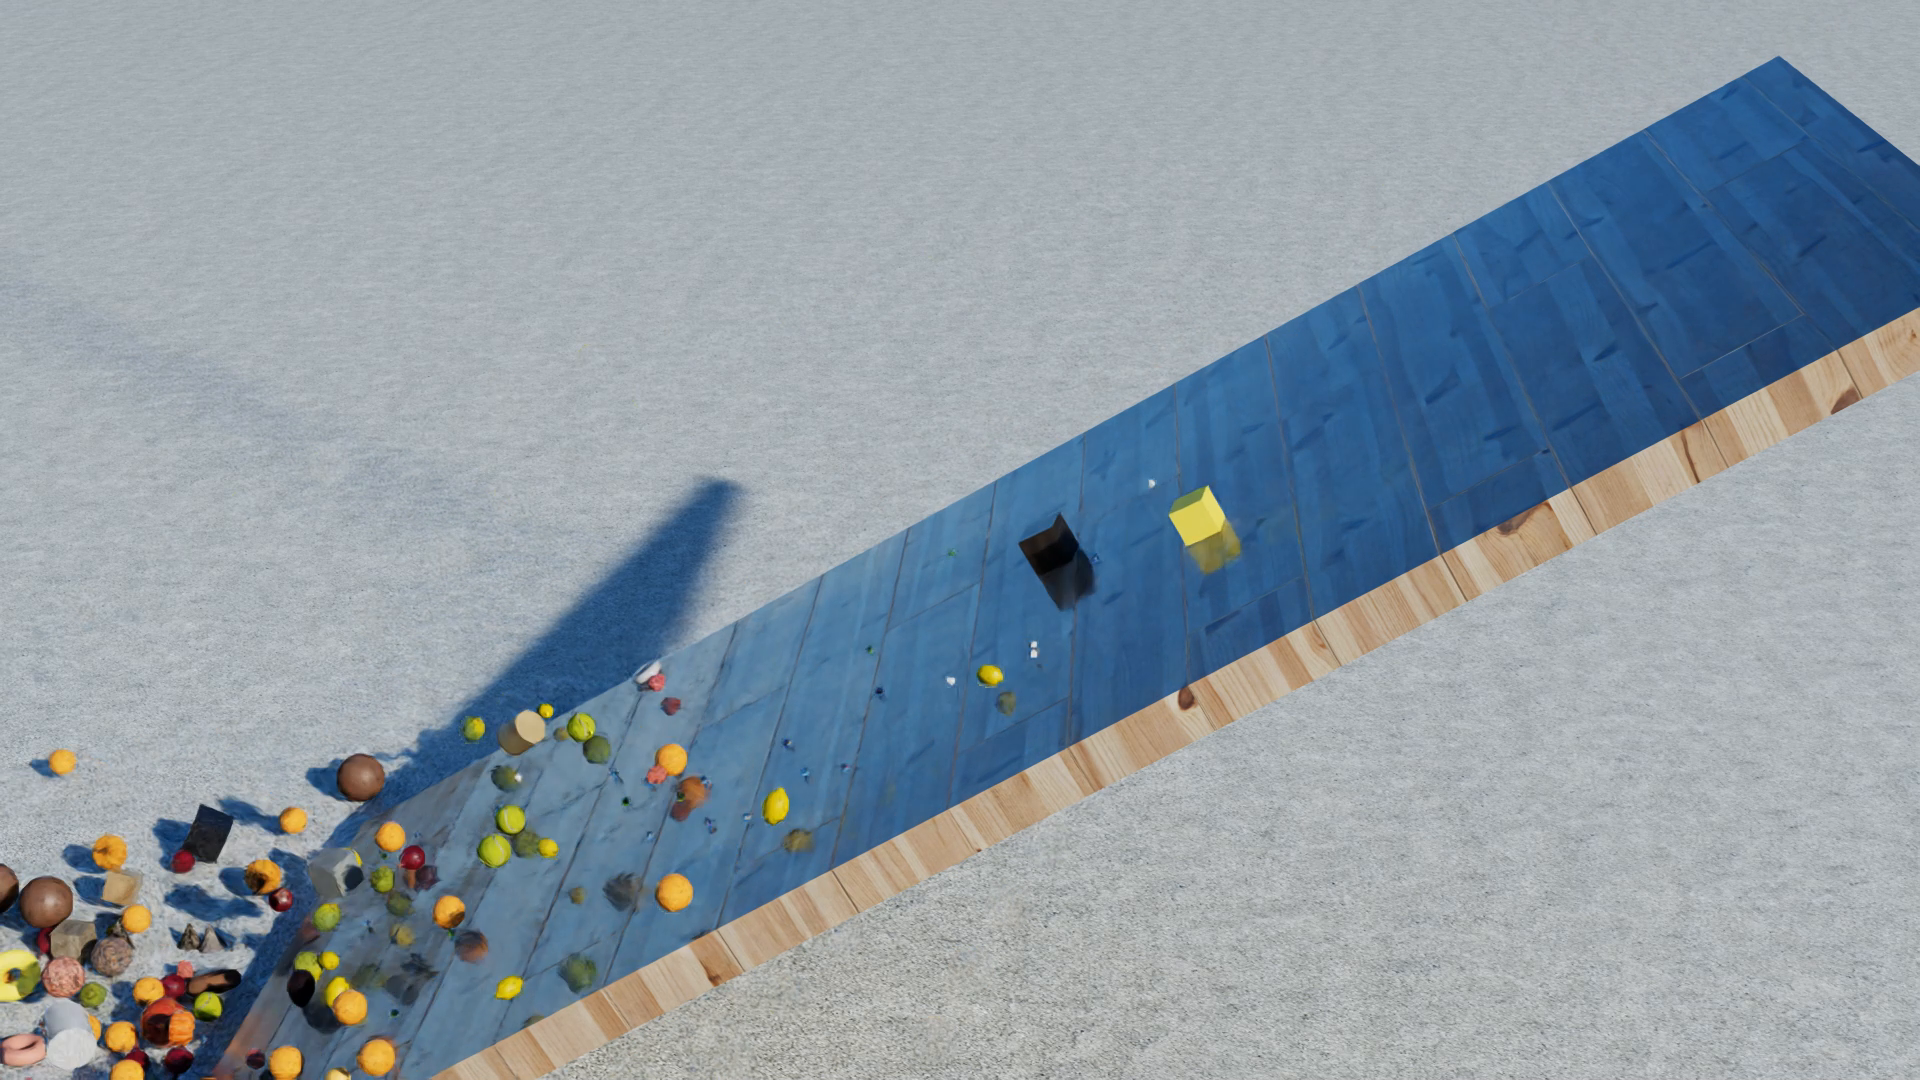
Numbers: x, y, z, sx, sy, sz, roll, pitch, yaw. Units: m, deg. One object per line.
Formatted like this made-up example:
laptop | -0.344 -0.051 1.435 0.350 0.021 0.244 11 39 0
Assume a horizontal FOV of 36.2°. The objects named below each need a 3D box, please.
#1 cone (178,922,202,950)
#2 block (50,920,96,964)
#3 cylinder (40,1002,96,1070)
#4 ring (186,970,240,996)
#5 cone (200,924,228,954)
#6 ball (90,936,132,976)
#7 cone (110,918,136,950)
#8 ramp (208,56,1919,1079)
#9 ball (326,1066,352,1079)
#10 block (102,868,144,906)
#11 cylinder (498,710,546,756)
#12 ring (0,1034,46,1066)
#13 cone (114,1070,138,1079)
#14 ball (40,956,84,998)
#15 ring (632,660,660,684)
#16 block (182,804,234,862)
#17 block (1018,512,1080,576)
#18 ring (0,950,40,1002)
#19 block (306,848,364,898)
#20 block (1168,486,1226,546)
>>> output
cone | -1.872 0.957 7.150 0.061 0.061 0.061 1 19 0
block | -2.136 0.969 7.089 0.078 0.078 0.078 3 19 10
cylinder | -1.847 1.025 6.087 0.100 0.100 0.100 -8 28 -23
ring | -1.750 1.039 6.897 0.128 0.043 0.128 -12 2 0
cone | -1.816 0.957 7.129 0.067 0.067 0.067 -7 16 2
ball | -2.019 0.991 6.999 0.094 0.094 0.094 0 19 0
cone | -2.035 0.950 7.116 0.079 0.079 0.079 3 5 0
ramp | 0.142 0.168 6.285 4.000 0.100 2.000 -28 15 12
ball | -1.223 1.062 5.784 0.051 0.051 0.051 0 19 0
block | -2.083 0.863 7.316 0.072 0.072 0.072 14 1 -2
cylinder | -0.979 0.431 6.569 0.078 0.078 0.078 -22 -9 -47
ring | -2.112 1.148 6.623 0.112 0.037 0.112 1 19 0
cone | -1.829 1.176 6.440 0.057 0.057 0.057 -7 17 -19
ball | -2.043 0.995 6.696 0.096 0.096 0.096 0 19 0
ring | -0.785 0.332 7.364 0.081 0.027 0.081 -32 16 11
block | -1.943 0.758 7.602 0.093 0.093 0.093 24 17 -13
block | 0.191 0.008 6.340 0.087 0.087 0.087 -25 16 23
ring | -2.200 1.011 6.823 0.131 0.131 0.044 -12 27 -31
block | -1.420 0.756 6.684 0.079 0.079 0.079 1 29 30
block | 0.481 -0.049 5.963 0.077 0.077 0.077 -25 16 23
